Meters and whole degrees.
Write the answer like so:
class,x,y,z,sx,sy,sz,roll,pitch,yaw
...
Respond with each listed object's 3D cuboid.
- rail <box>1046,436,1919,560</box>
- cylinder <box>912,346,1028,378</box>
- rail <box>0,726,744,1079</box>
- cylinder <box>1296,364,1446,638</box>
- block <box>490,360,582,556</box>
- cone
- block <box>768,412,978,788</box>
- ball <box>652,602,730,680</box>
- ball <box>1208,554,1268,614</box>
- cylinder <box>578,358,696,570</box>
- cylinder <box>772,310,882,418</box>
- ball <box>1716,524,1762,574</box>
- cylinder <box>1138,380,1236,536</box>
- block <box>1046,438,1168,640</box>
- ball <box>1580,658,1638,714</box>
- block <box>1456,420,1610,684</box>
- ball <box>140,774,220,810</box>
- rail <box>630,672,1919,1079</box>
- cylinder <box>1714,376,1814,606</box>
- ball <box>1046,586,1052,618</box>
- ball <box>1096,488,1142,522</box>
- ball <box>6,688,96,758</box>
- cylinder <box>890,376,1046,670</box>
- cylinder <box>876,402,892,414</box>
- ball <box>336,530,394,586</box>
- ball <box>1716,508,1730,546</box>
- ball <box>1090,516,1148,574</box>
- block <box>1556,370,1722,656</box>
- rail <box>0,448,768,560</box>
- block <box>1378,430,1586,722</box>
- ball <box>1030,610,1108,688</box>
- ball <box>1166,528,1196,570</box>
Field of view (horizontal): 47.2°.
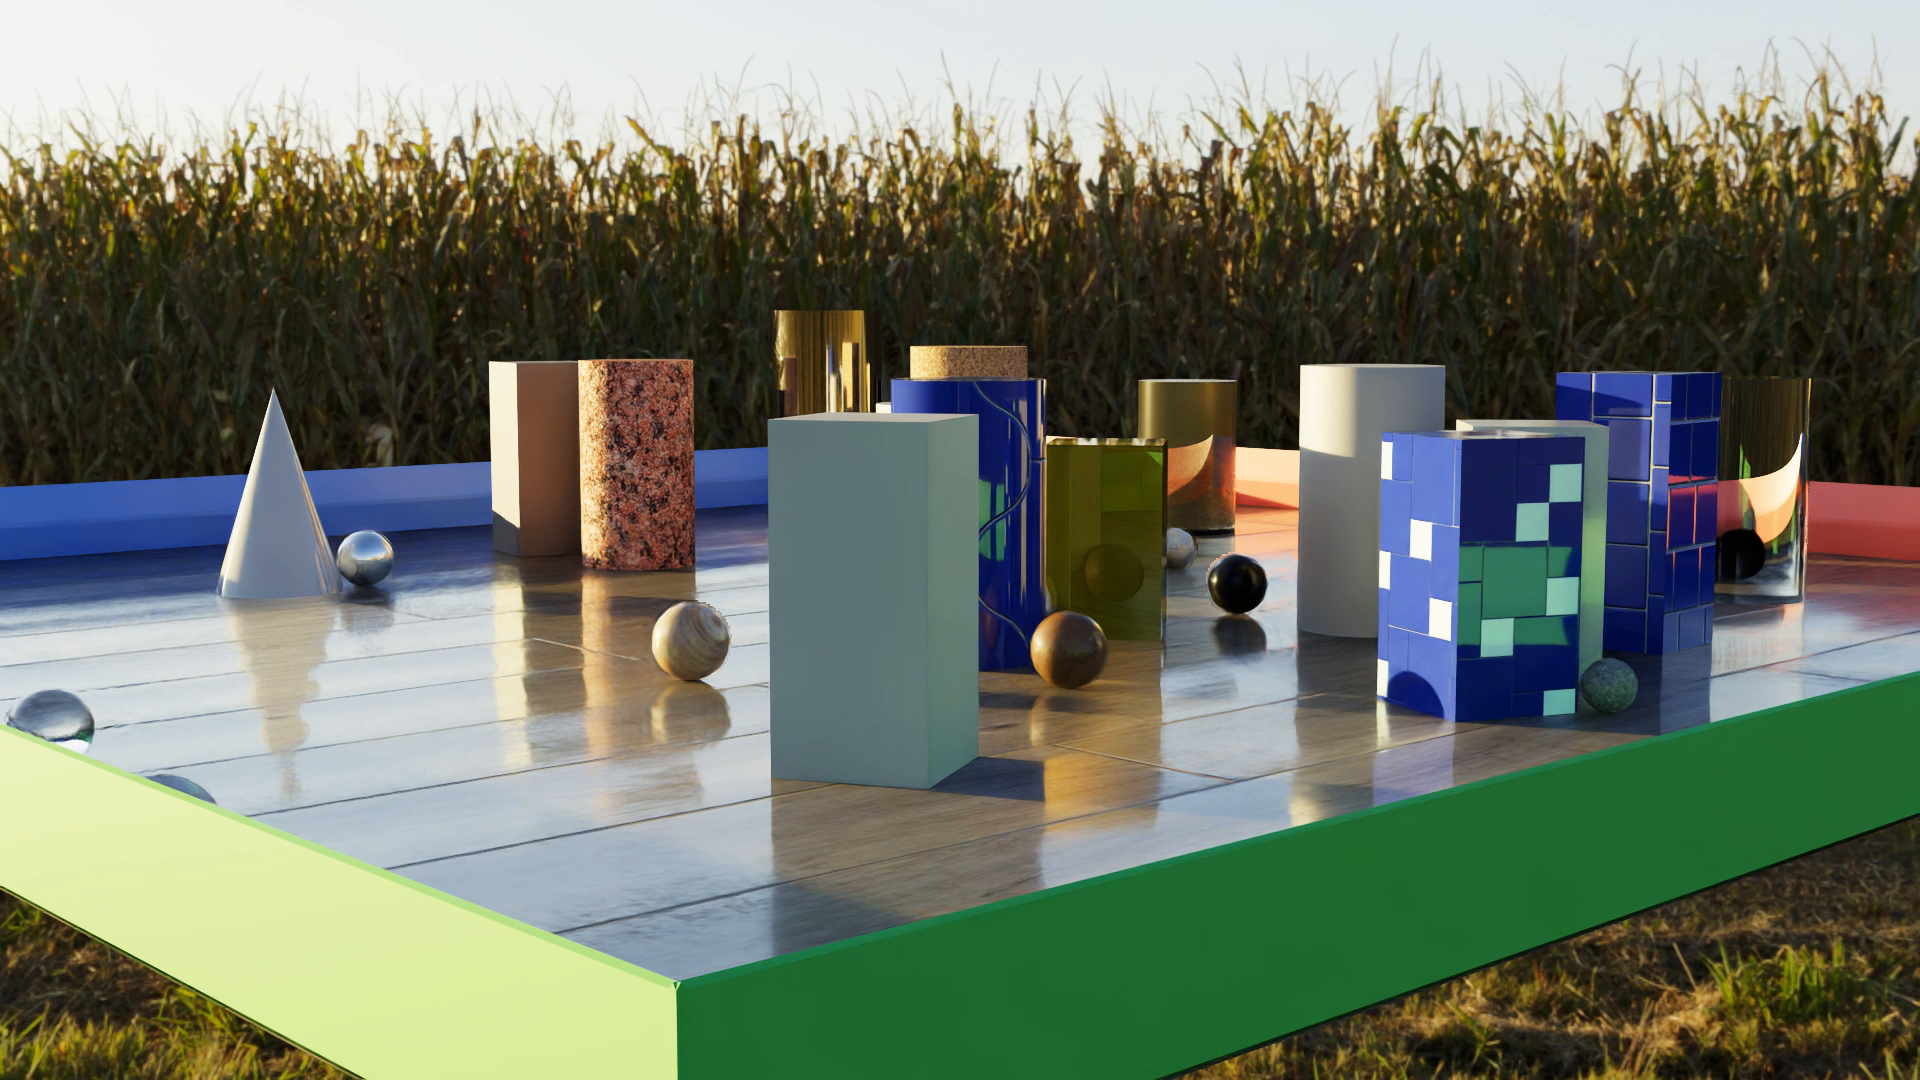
class,x,y,z,sx,sy,sz,roll,pitch,yaw
rail,1.205,-0.082,4.438,0.045,0.129,3.213,-5,8,-42
cylinder,0.016,-0.138,3.754,0.199,0.384,0.199,0,6,0
rail,-1.205,0.149,2.226,0.045,0.129,3.213,-5,8,-42
cylinder,0.575,-0.060,3.082,0.199,0.368,0.199,0,6,0
block,-0.769,-0.155,4.083,0.159,0.350,0.159,-3,7,-29
cone,-1.085,-0.080,3.494,0.199,0.324,0.199,0,6,0
block,-0.081,0.052,2.136,0.159,0.343,0.159,2,6,18
ball,-0.325,0.122,2.657,0.094,0.094,0.094,0,6,0
ball,0.409,0.065,3.241,0.088,0.088,0.088,0,6,0
cylinder,-0.567,-0.137,3.868,0.199,0.358,0.199,0,6,0
cylinder,-0.239,-0.192,3.987,0.199,0.445,0.199,0,6,0
ball,1.314,0.016,3.724,0.085,0.085,0.085,0,6,0
cylinder,0.459,-0.170,4.447,0.199,0.304,0.199,0,6,0
block,0.204,-0.004,3.051,0.159,0.265,0.159,1,6,8
ball,0.720,0.162,2.439,0.062,0.062,0.062,0,6,0
block,0.698,0.010,2.706,0.159,0.308,0.159,1,6,6
ball,-0.611,0.225,1.684,0.091,0.091,0.091,0,6,0
rail,1.073,0.154,2.175,3.326,0.129,0.045,-5,8,-42
cylinder,1.213,-0.081,3.415,0.199,0.342,0.199,0,6,0
ball,0.075,0.088,2.963,0.099,0.099,0.099,0,6,0
ball,0.320,-0.059,4.417,0.091,0.091,0.091,0,6,0
ball,-0.882,0.184,2.131,0.081,0.081,0.081,0,6,0
cylinder,0.011,-0.027,2.816,0.199,0.358,0.199,0,6,0
cylinder,-0.024,-0.046,3.239,0.199,0.309,0.199,0,6,0
ball,-0.964,0.030,3.563,0.090,0.090,0.090,0,6,0
ball,1.405,-0.026,4.139,0.082,0.082,0.082,0,6,0
ball,0.272,0.007,3.741,0.099,0.099,0.099,0,6,0
block,0.904,-0.042,2.944,0.159,0.362,0.159,5,8,41
rail,-1.073,-0.087,4.489,3.326,0.129,0.045,-5,8,-42
block,0.583,0.035,2.474,0.159,0.307,0.159,-2,6,-21
ball,0.129,0.129,2.604,0.092,0.092,0.092,0,6,0
ball,0.371,0.015,3.799,0.071,0.071,0.071,0,6,0
